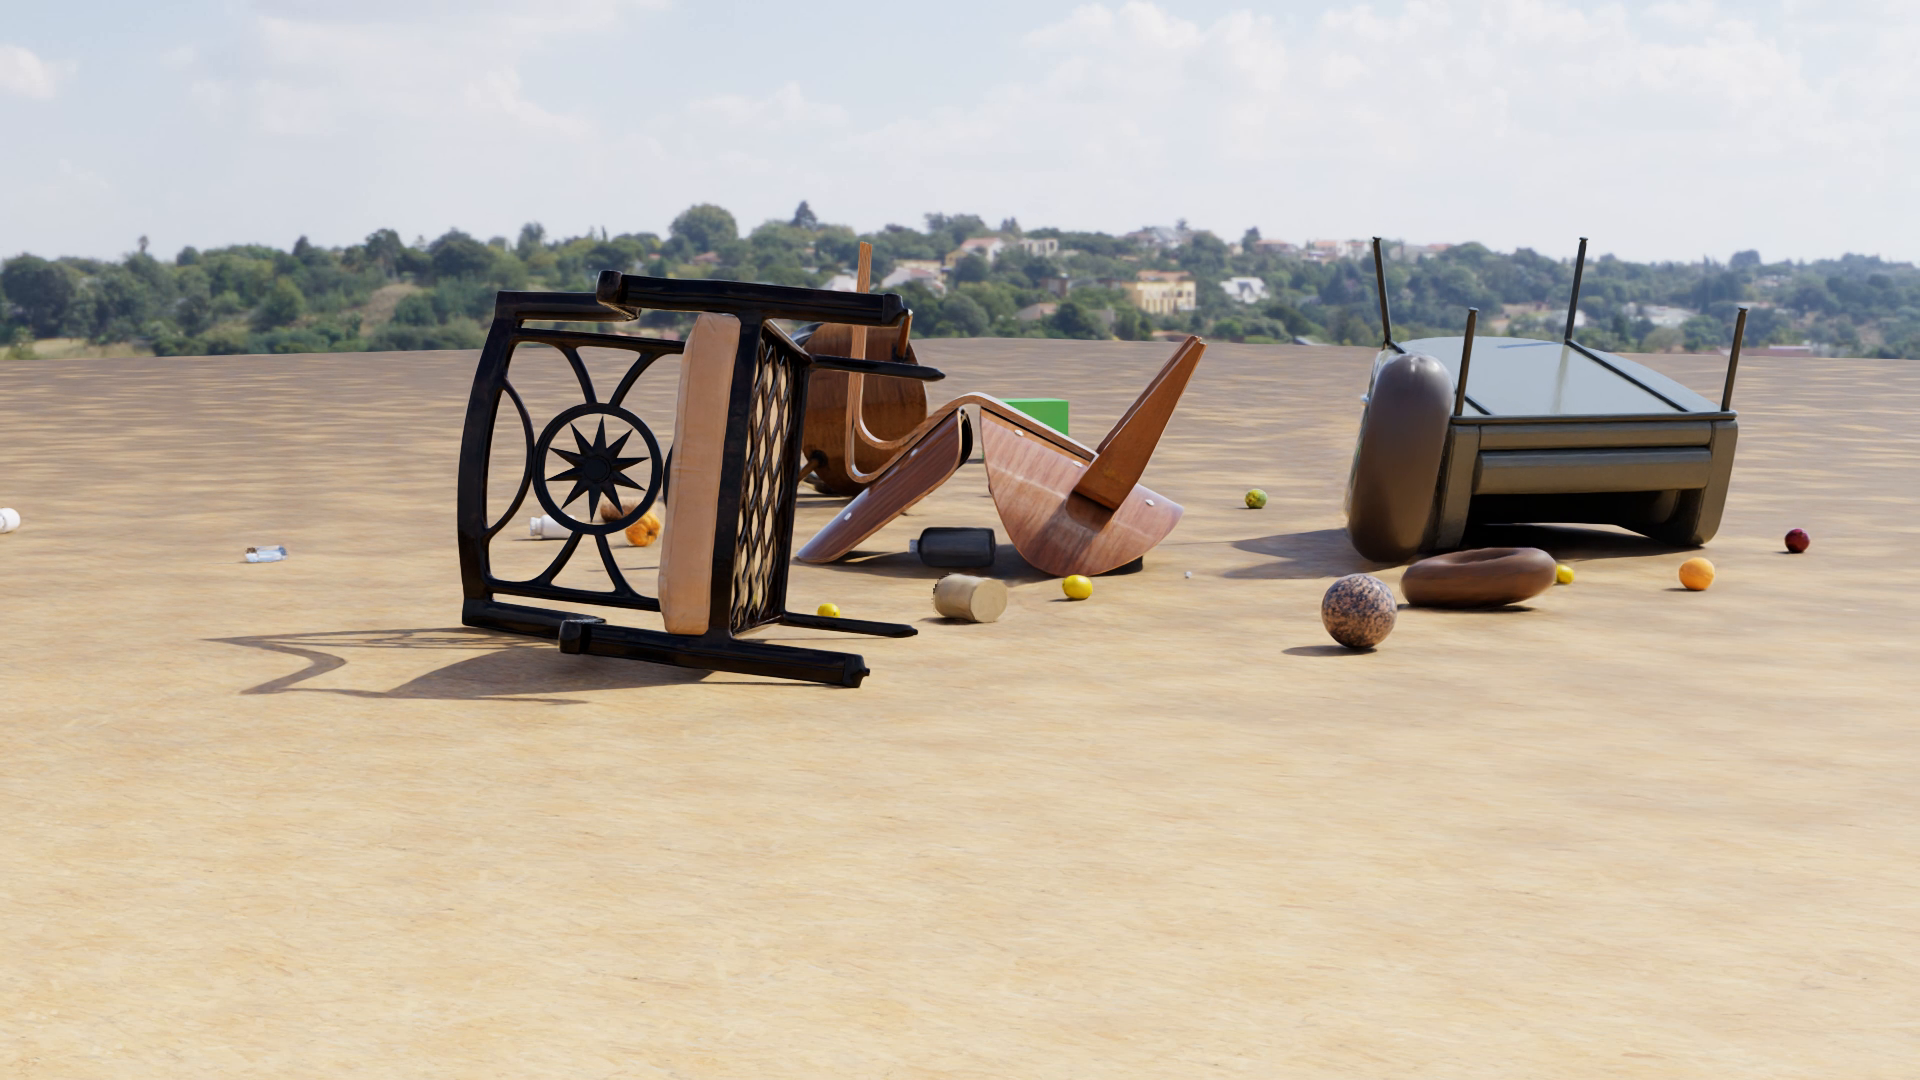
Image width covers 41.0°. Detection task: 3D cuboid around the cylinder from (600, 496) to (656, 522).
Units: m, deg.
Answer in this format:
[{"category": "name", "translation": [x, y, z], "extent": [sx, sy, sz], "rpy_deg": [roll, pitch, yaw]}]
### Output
[{"category": "cylinder", "translation": [-0.892, -0.084, 6.908], "extent": [0.125, 0.065, 0.106], "rpy_deg": [1, 6, 10]}]

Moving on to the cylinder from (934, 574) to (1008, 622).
[{"category": "cylinder", "translation": [0.021, 0.112, 4.920], "extent": [0.096, 0.083, 0.107], "rpy_deg": [-26, 21, -37]}]

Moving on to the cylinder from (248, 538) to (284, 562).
[{"category": "cylinder", "translation": [-1.603, 0.032, 5.934], "extent": [0.073, 0.034, 0.058], "rpy_deg": [30, 14, -34]}]

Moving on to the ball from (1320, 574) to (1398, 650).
[{"category": "ball", "translation": [0.705, 0.126, 4.534], "extent": [0.134, 0.134, 0.134], "rpy_deg": [0, 6, 0]}]

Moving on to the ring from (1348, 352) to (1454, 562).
[{"category": "ring", "translation": [1.004, -0.183, 5.853], "extent": [0.178, 0.535, 0.291], "rpy_deg": [11, 32, 10]}]

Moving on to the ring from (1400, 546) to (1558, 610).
[{"category": "ring", "translation": [1.033, 0.077, 5.112], "extent": [0.311, 0.094, 0.166], "rpy_deg": [-7, 11, 8]}]

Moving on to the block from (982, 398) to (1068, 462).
[{"category": "block", "translation": [0.232, -0.393, 9.182], "extent": [0.268, 0.215, 0.210], "rpy_deg": [-1, 6, -12]}]
